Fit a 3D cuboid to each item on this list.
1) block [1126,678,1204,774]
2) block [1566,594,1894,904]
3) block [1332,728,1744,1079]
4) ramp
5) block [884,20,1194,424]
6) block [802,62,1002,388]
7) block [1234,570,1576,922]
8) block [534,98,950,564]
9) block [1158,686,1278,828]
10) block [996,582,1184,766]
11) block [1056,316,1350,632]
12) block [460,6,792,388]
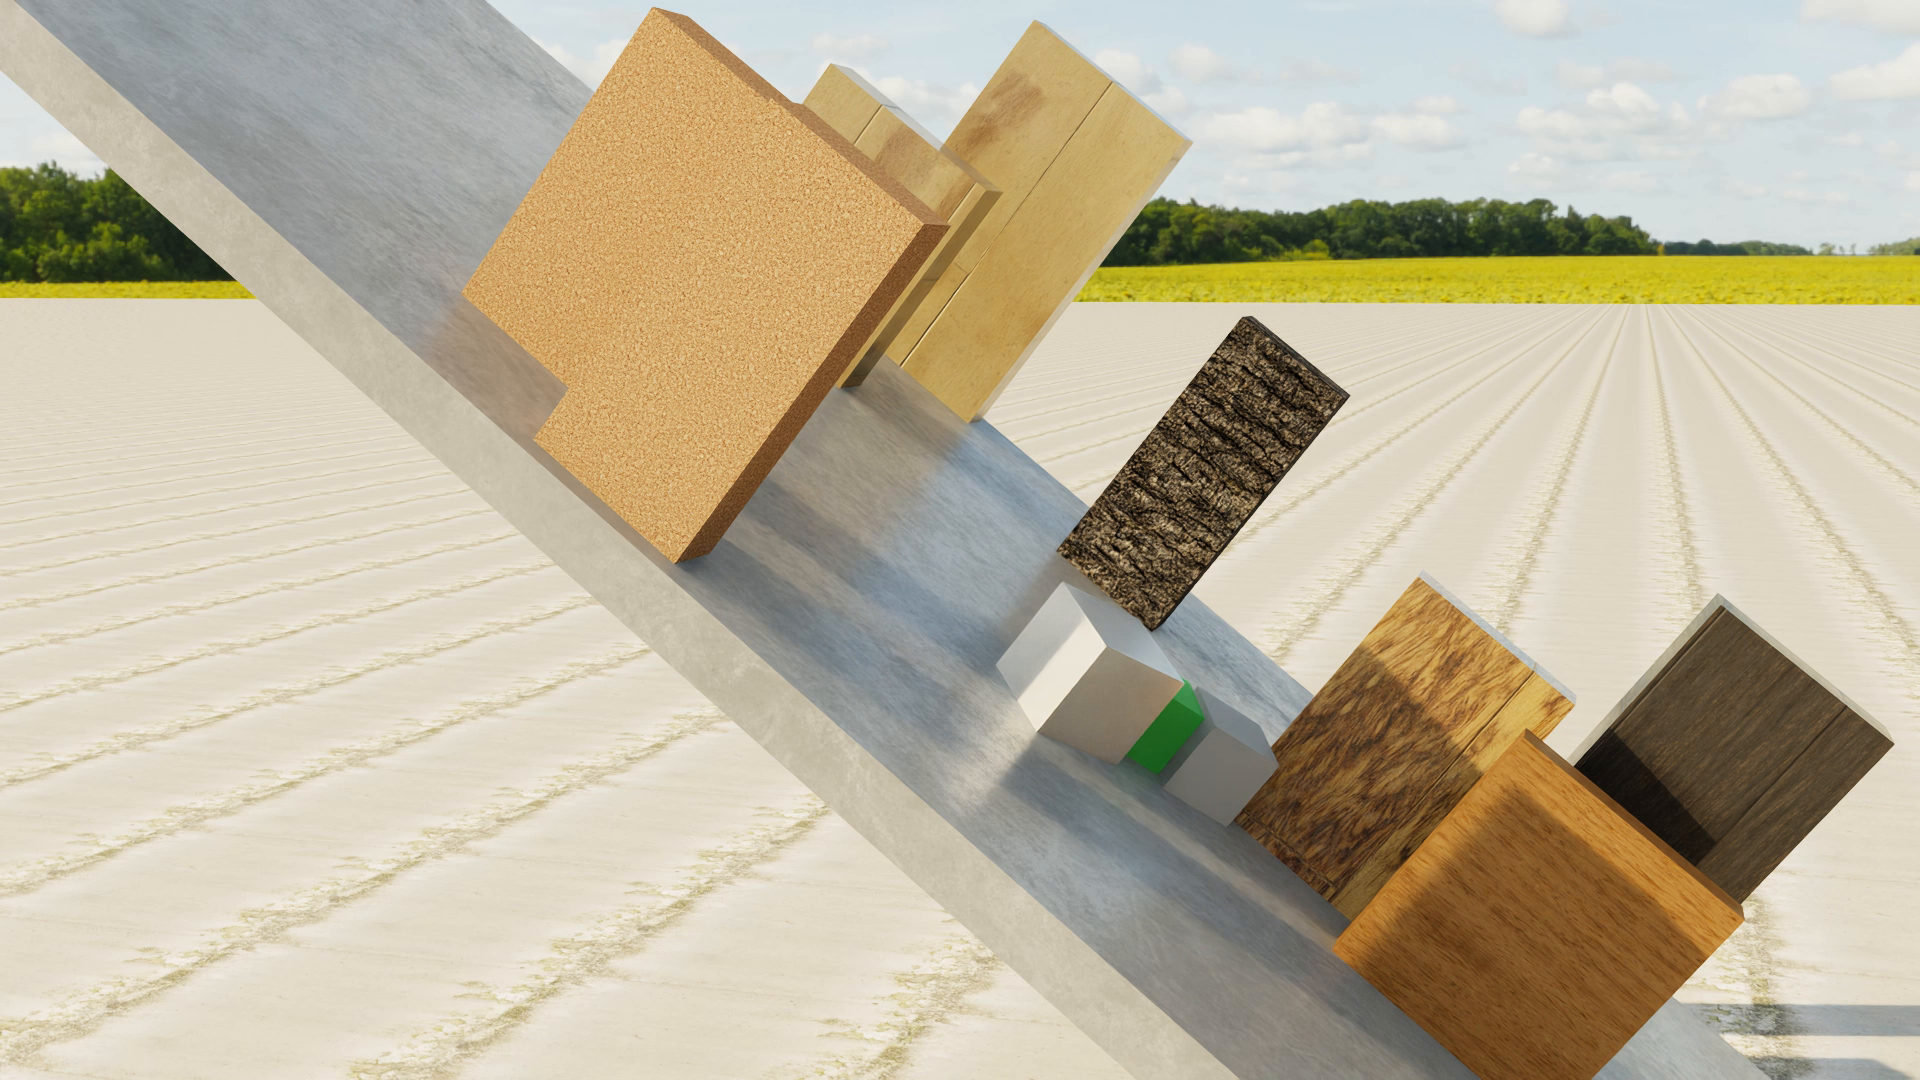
[{"bbox_3d":[0.317,0.292,3.784,0.131,0.131,0.131,32,17,-19],"label":"block"},{"bbox_3d":[1.185,0.516,3.810,0.354,0.800,0.146,40,16,9],"label":"block"},{"bbox_3d":[0.923,0.625,3.537,0.432,0.475,0.080,40,16,9],"label":"block"},{"bbox_3d":[-0.027,0.080,4.052,4.000,0.100,2.000,40,16,9],"label":"ramp"},{"bbox_3d":[0.104,-0.699,4.879,0.425,0.784,0.097,40,16,9],"label":"block"},{"bbox_3d":[-0.234,-0.639,4.498,0.414,0.503,0.123,40,16,9],"label":"block"},{"bbox_3d":[0.746,0.365,3.770,0.331,0.535,0.089,40,16,9],"label":"block"},{"bbox_3d":[-0.318,-0.296,3.165,0.282,0.614,0.126,40,16,9],"label":"block"},{"bbox_3d":[0.435,0.373,3.792,0.143,0.143,0.143,32,17,-19],"label":"block"},{"bbox_3d":[0.215,0.223,3.655,0.186,0.186,0.186,26,20,-35],"label":"block"},{"bbox_3d":[0.491,-0.134,4.463,0.257,0.611,0.121,40,16,9],"label":"block"},{"bbox_3d":[-0.507,-0.521,3.484,0.290,0.557,0.132,40,16,9],"label":"block"}]
